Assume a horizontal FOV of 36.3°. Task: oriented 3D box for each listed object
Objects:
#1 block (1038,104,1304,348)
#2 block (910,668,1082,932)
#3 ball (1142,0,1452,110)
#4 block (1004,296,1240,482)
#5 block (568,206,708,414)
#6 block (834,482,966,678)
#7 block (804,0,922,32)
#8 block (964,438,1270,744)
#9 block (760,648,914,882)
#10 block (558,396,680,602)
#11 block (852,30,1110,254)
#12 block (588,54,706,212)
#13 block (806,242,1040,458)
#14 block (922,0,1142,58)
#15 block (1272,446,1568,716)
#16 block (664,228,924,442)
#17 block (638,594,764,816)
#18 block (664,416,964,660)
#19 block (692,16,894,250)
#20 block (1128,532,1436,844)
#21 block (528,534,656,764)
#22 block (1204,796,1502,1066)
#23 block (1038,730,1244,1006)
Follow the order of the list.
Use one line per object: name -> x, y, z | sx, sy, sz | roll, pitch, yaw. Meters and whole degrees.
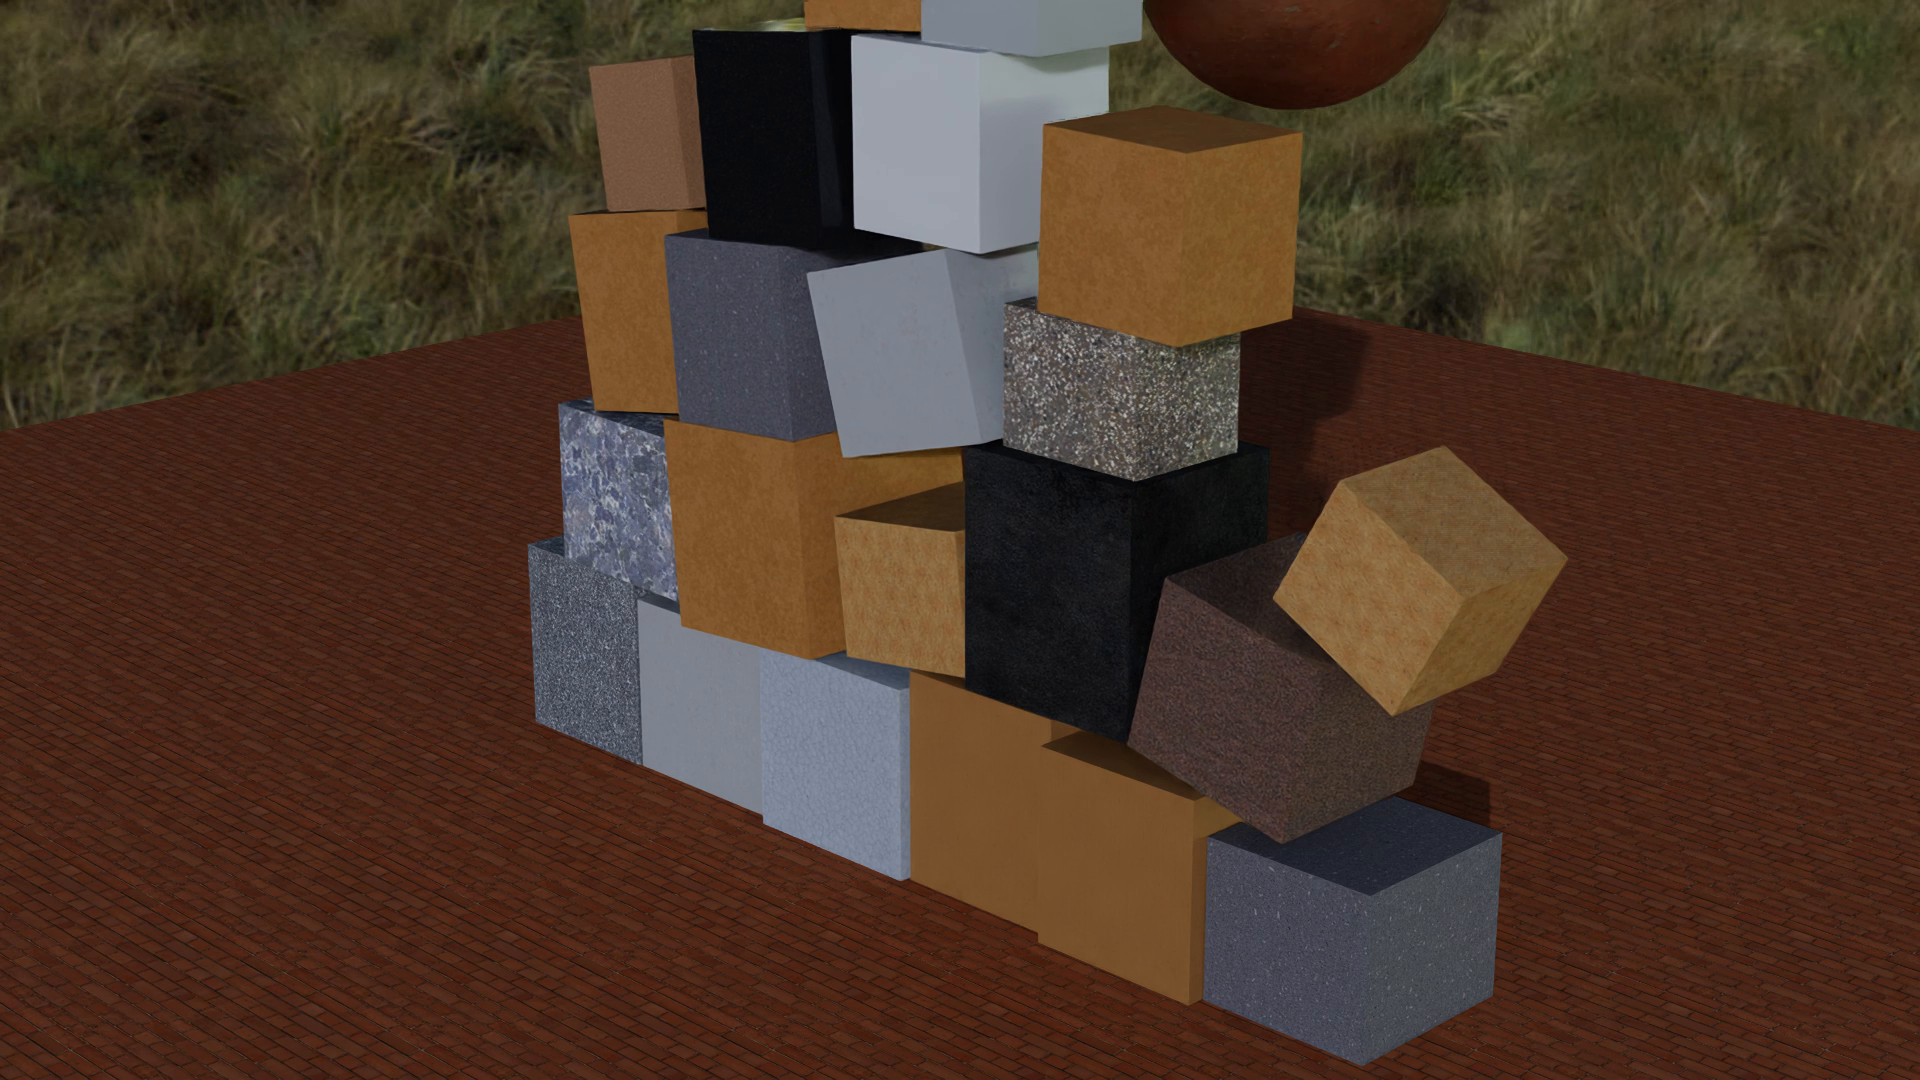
block -> 0.855, -1.300, 12.004 | 0.717, 0.778, 0.769 | -16, 26, -42
block -> 0.401, 1.065, 13.262 | 0.869, 1.016, 0.902 | 17, 24, 42
ball -> 1.623, -2.880, 14.138 | 1.600, 1.600, 1.600 | 0, 17, 0
block -> 0.681, -0.685, 12.398 | 0.640, 0.623, 0.765 | -16, 24, -42
block -> -1.265, -1.172, 14.327 | 0.832, 0.963, 0.839 | -16, 14, -42
block -> 0.017, 0.166, 13.365 | 0.810, 0.660, 0.785 | -17, 17, -42
block -> -0.218, -2.548, 12.729 | 0.659, 0.581, 0.683 | 10, 20, 36
block -> 0.672, 0.131, 12.692 | 0.949, 1.109, 0.890 | 16, 24, 42
block -> -0.268, 0.914, 13.889 | 0.956, 0.928, 0.949 | -17, 24, -42
block -> -1.363, -0.279, 14.643 | 0.866, 0.806, 0.929 | -15, 23, -40
block -> 0.088, -1.763, 12.664 | 0.769, 0.837, 0.792 | 17, 24, 42
block -> -1.236, -1.980, 14.079 | 0.742, 0.696, 0.700 | -15, 13, -38
block -> 0.017, -0.895, 13.047 | 0.884, 0.841, 0.907 | -17, 9, -42
block -> 0.300, -2.440, 12.220 | 0.655, 0.719, 0.654 | 16, 24, 41
block -> 1.802, 0.151, 11.508 | 0.687, 0.633, 0.691 | -17, 53, -43
block -> -0.745, -1.013, 13.615 | 0.859, 0.882, 0.829 | -16, 18, -41
block -> -0.947, 0.728, 14.559 | 0.844, 0.881, 0.983 | -17, 24, -42
block -> -0.674, -0.115, 13.928 | 0.996, 1.018, 0.979 | -16, 18, -40
block -> -0.590, -1.853, 13.179 | 0.828, 0.935, 0.810 | -16, 18, -40
block -> 1.365, 0.591, 12.093 | 0.874, 0.799, 0.852 | -17, 38, -43
block -> -1.607, 0.485, 15.179 | 0.865, 0.973, 0.859 | -17, 24, -42
block -> 1.623, 1.561, 12.144 | 0.888, 0.739, 0.831 | -17, 24, -42
block -> 1.013, 1.296, 12.692 | 0.863, 0.917, 1.041 | 17, 24, 42
